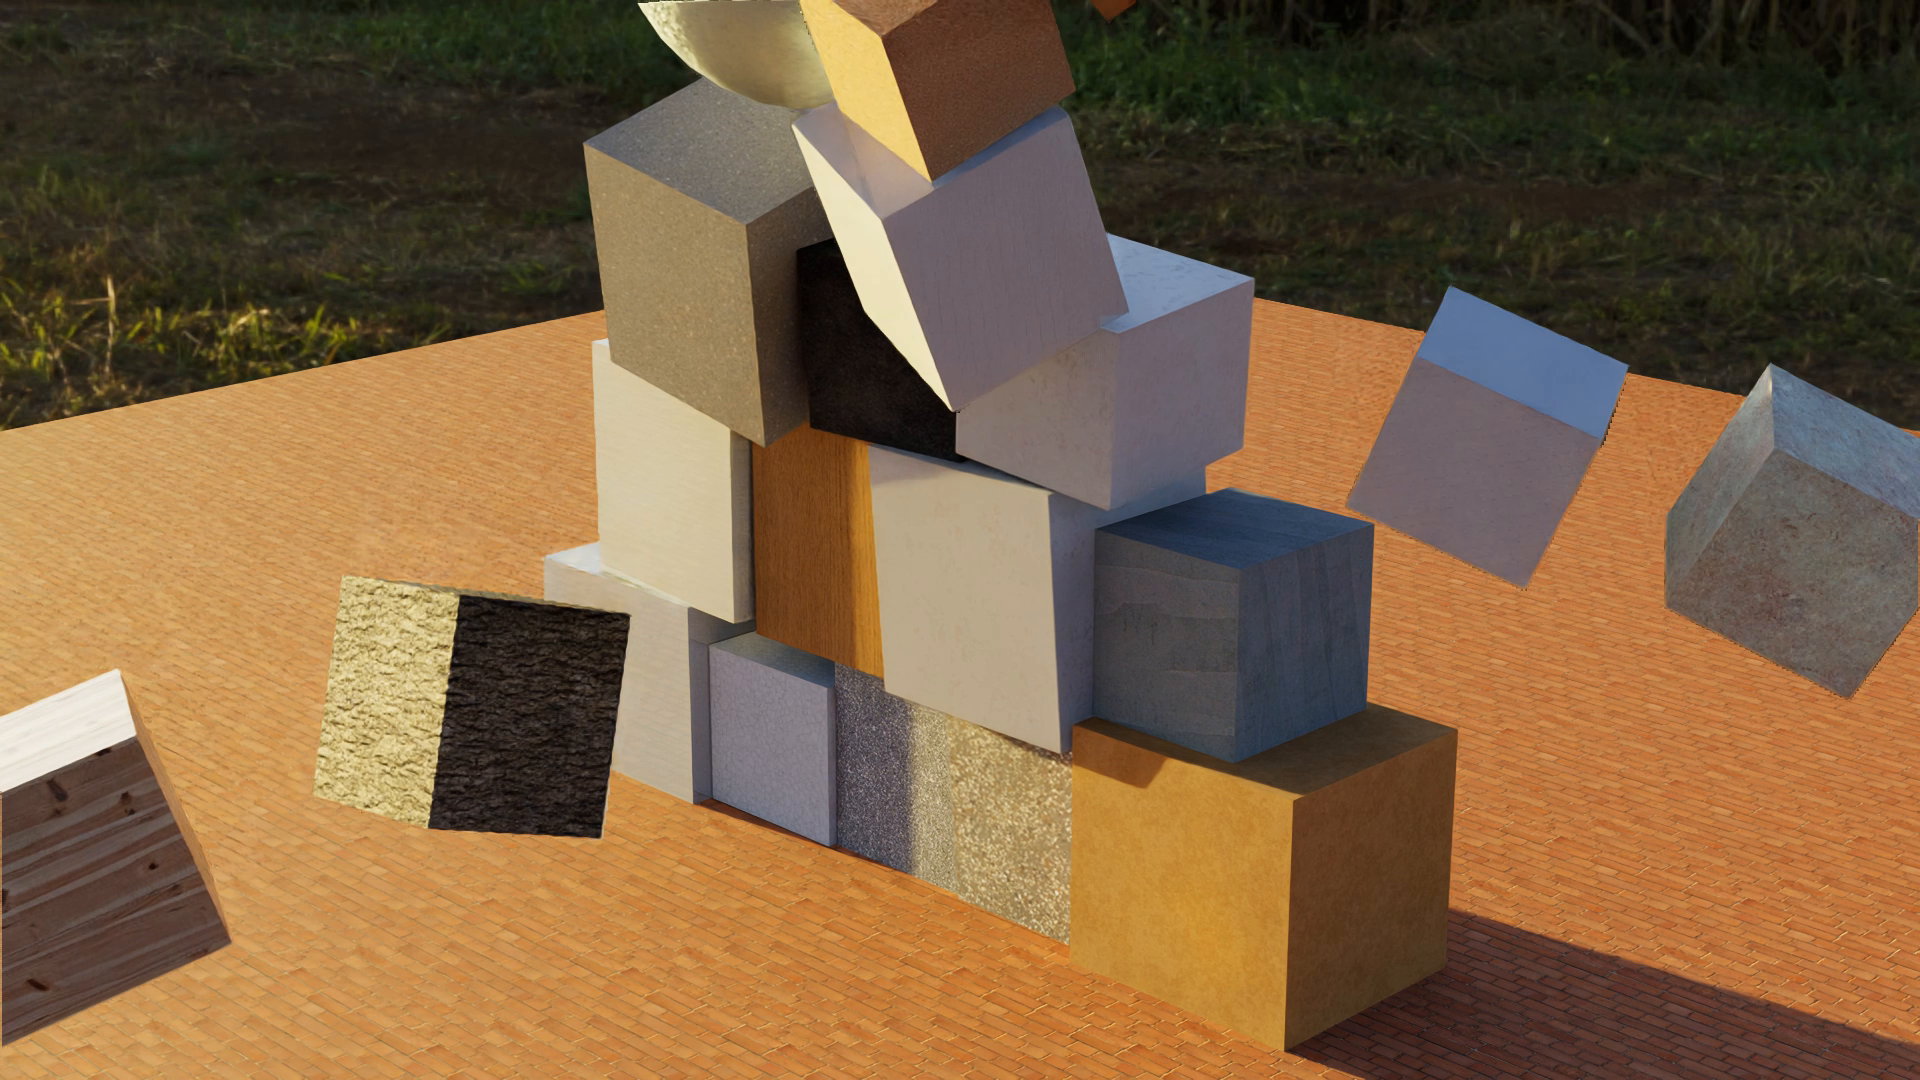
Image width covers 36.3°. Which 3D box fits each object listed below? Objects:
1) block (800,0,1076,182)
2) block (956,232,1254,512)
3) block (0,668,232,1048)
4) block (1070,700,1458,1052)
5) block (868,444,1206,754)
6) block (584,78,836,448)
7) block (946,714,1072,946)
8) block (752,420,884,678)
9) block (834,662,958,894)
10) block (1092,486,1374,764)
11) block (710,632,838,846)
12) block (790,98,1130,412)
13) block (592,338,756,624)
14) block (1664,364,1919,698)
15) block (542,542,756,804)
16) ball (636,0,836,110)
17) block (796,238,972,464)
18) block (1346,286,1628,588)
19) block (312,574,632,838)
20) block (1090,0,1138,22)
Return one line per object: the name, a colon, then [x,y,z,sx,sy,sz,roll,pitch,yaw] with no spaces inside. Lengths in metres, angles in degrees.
block: [-0.101,-1.887,10.834,0.665,0.669,0.677,-34,45,-13]
block: [0.595,-0.718,12.129,0.830,0.761,0.890,22,32,36]
block: [-3.047,1.057,9.921,0.815,0.802,0.809,-24,20,-13]
block: [1.273,1.299,12.393,1.174,1.090,1.091,17,24,42]
block: [0.356,0.106,12.747,1.065,1.154,0.972,17,28,42]
block: [-0.933,-1.299,13.163,1.016,1.177,0.950,29,49,32]
block: [0.552,1.121,13.044,0.872,0.974,0.788,-22,27,-40]
block: [-0.281,-0.081,13.592,0.935,1.103,0.973,-17,24,-42]
block: [0.006,0.976,13.653,0.836,0.951,0.813,-17,24,-42]
block: [1.140,0.335,12.272,0.773,0.822,0.877,17,24,42]
block: [-0.585,0.875,14.238,0.920,0.793,0.837,-17,24,-42]
block: [0.008,-1.249,11.371,0.812,0.989,0.805,-30,44,-9]
block: [-1.038,-0.385,14.265,1.019,1.160,1.079,-15,23,-40]
block: [3.026,-0.038,10.450,0.731,0.720,0.689,27,31,-1]
block: [-1.306,0.567,14.858,1.103,1.009,1.128,-17,24,-42]
ball: [-0.604,-2.553,11.907,1.600,1.600,1.600,0,17,0]
block: [-0.067,-0.909,12.725,0.884,0.806,0.848,15,27,40]
block: [1.955,-0.386,10.872,0.722,0.700,0.597,25,36,7]
block: [-1.936,0.654,11.602,0.781,0.887,0.903,8,-1,-41]
block: [0.564,-2.548,10.479,0.795,0.792,0.816,-34,34,19]
